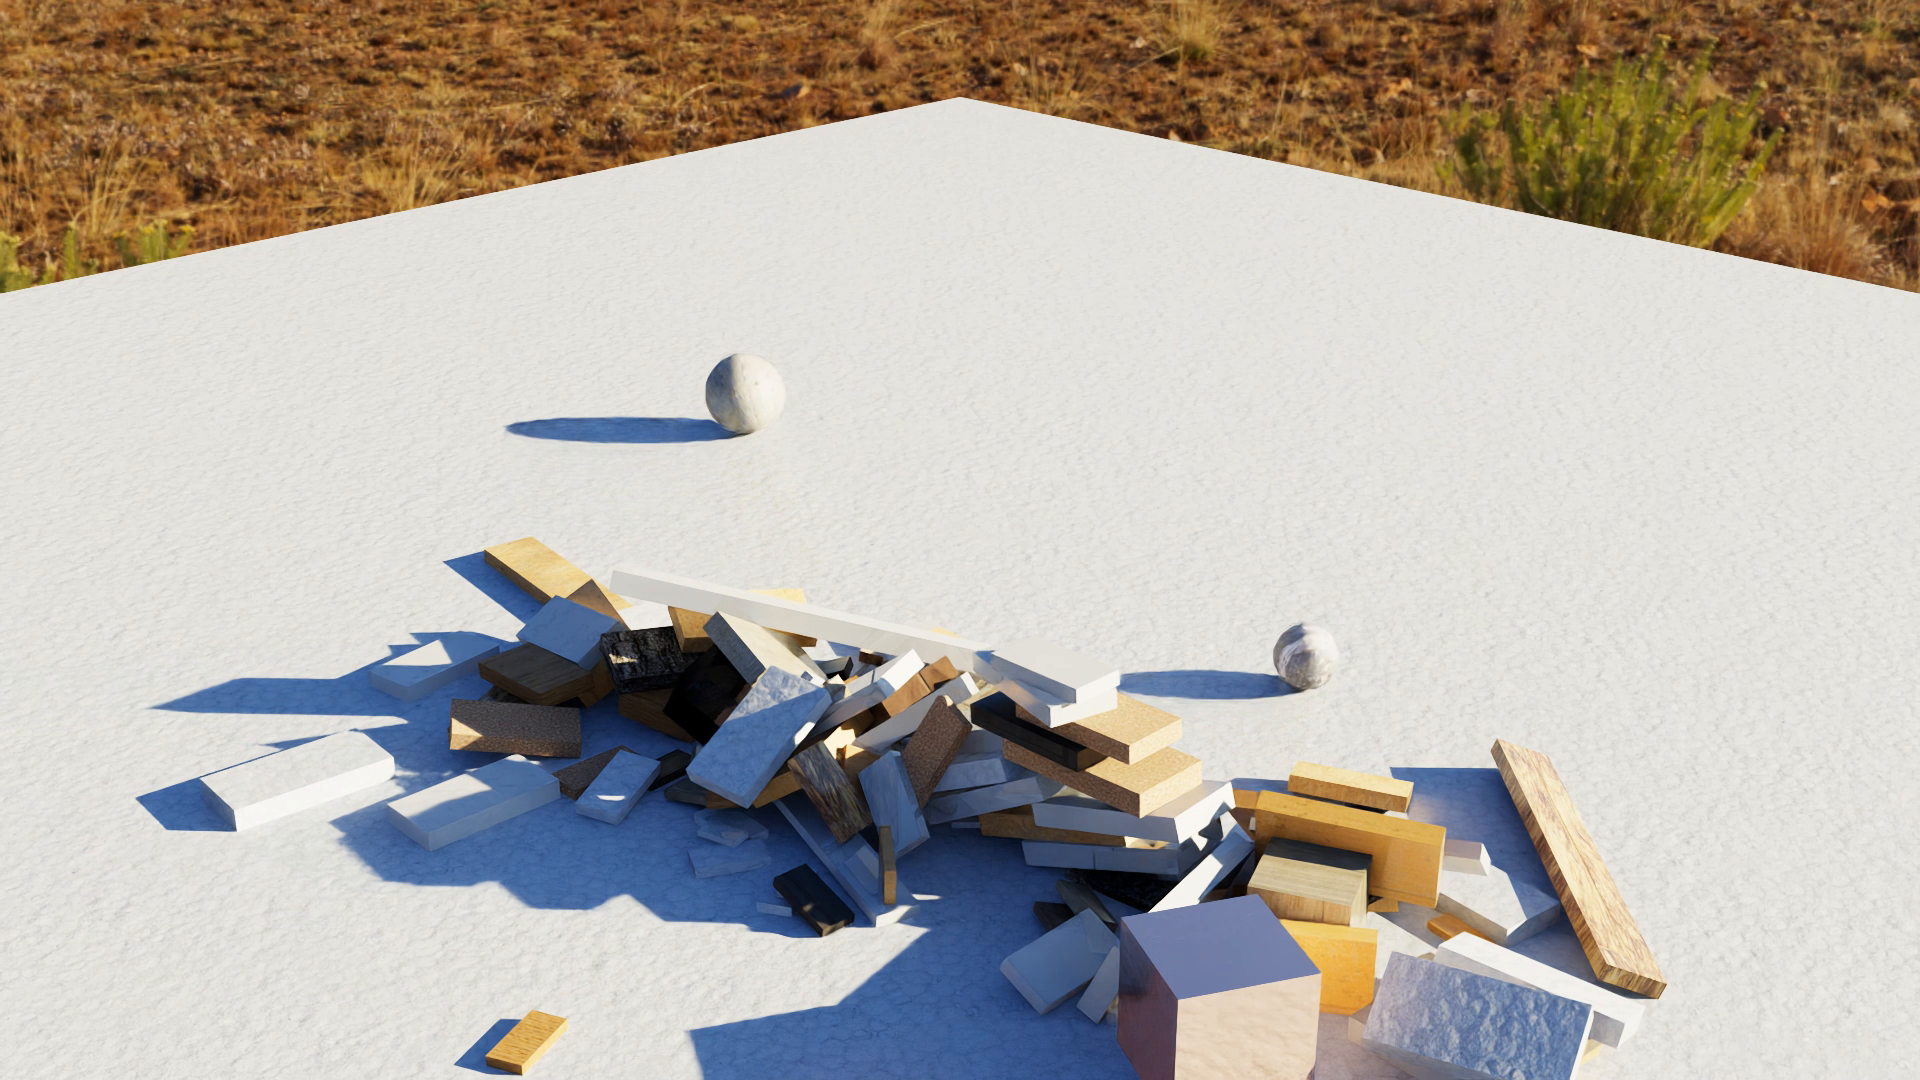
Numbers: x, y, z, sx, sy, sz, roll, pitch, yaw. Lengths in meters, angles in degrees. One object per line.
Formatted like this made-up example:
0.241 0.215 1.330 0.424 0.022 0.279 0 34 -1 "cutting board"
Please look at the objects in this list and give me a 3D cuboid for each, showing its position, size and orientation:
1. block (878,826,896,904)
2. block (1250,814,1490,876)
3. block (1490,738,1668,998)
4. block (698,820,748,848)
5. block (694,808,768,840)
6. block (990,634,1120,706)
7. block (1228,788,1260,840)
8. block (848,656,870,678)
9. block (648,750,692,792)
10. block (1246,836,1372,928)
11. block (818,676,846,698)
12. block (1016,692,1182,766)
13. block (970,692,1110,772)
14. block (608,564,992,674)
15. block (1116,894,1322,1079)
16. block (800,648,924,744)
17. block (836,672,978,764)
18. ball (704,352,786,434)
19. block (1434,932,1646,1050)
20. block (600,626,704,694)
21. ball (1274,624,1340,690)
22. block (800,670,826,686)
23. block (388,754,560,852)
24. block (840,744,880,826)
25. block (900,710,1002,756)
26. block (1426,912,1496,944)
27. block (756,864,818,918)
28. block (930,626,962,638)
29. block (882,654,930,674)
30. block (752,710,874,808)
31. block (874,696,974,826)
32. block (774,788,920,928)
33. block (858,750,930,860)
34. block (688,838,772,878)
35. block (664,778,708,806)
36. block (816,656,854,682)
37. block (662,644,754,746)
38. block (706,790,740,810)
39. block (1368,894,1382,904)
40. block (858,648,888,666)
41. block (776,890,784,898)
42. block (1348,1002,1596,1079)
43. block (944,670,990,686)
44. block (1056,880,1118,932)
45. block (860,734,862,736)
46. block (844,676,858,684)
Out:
-0.137 0.611 4.142 0.021 0.076 0.151 -1 26 -6 "block"
0.761 0.567 4.095 0.429 0.032 0.112 5 -21 23 "block"
1.174 0.610 4.228 0.119 0.034 0.831 19 22 -8 "block"
-0.466 0.578 4.328 0.090 0.013 0.045 13 26 28 "block"
-0.457 0.570 4.390 0.074 0.021 0.148 -19 29 -38 "block"
0.177 0.241 4.111 0.112 0.032 0.225 -21 29 -38 "block"
0.592 0.533 4.211 0.119 0.034 0.238 5 -21 24 "block"
-0.303 0.344 4.862 0.050 0.014 0.387 9 25 21 "block"
-0.618 0.481 4.602 0.068 0.019 0.137 19 29 37 "block"
0.623 0.671 3.943 0.184 0.184 0.184 9 24 19 "block"
-0.324 0.347 4.518 0.095 0.027 0.190 -30 7 39 "block"
0.256 0.330 4.090 0.144 0.041 0.287 -22 30 -39 "block"
0.170 0.349 4.158 0.144 0.041 0.287 -21 29 -38 "block"
-0.307 0.181 4.813 0.910 0.049 0.173 13 4 -3 "block"
0.422 0.772 3.625 0.247 0.247 0.247 -7 24 -16 "block"
-0.219 0.323 4.476 0.297 0.041 0.144 -30 7 39 "block"
-0.120 0.380 4.523 0.330 0.047 0.165 -31 -3 4 "block"
-0.633 -0.432 6.475 0.238 0.238 0.238 0 23 0 "ball"
0.985 0.764 3.750 0.328 0.046 0.164 20 8 27 "block"
-0.622 0.255 4.833 0.307 0.043 0.153 -6 40 -24 "block"
0.780 0.263 4.951 0.149 0.149 0.149 0 23 0 "ball"
-0.360 0.363 4.649 0.026 0.186 0.093 41 2 25 "block"
-0.984 0.529 4.458 0.307 0.043 0.153 -21 30 -40 "block"
-0.205 0.487 4.373 0.076 0.021 0.151 22 54 -23 "block"
0.049 0.378 4.389 0.165 0.047 0.330 -23 7 -41 "block"
0.918 0.724 4.034 0.054 0.015 0.116 -14 27 -33 "block"
-0.326 0.664 4.170 0.071 0.020 0.142 7 24 16 "block"
-0.062 0.237 4.991 0.067 0.019 0.134 22 28 25 "block"
-0.089 0.265 4.975 0.091 0.026 0.182 22 27 25 "block"
-0.300 0.434 4.441 0.144 0.041 0.288 -27 8 34 "block"
-0.081 0.452 4.310 0.027 0.301 0.095 10 29 -45 "block"
-0.245 0.587 4.300 0.091 0.026 0.553 -12 29 -26 "block"
-0.130 0.519 4.301 0.027 0.095 0.190 17 44 -50 "block"
-0.449 0.619 4.275 0.148 0.021 0.074 -7 24 -17 "block"
-0.529 0.515 4.492 0.137 0.019 0.068 5 19 33 "block"
-0.337 0.307 4.923 0.186 0.026 0.093 -14 15 11 "block"
-0.507 0.329 4.680 0.152 0.152 0.152 42 33 -14 "block"
-0.471 0.504 4.437 0.071 0.020 0.142 -6 16 -1 "block"
0.740 0.629 4.070 0.054 0.015 0.108 -23 40 -15 "block"
-0.119 0.271 5.015 0.203 0.027 0.095 15 25 11 "block"
-0.300 0.658 4.140 0.090 0.013 0.045 8 26 -9 "block"
0.946 0.907 3.564 0.164 0.046 0.673 -19 30 -38 "block"
0.122 0.330 4.831 0.347 0.049 0.173 17 6 37 "block"
0.235 0.681 4.095 0.069 0.020 0.139 18 14 -27 "block"
-0.260 0.379 4.832 0.095 0.027 0.190 0 23 1 "block"
-0.366 0.394 4.596 0.027 0.095 0.459 41 35 19 "block"
